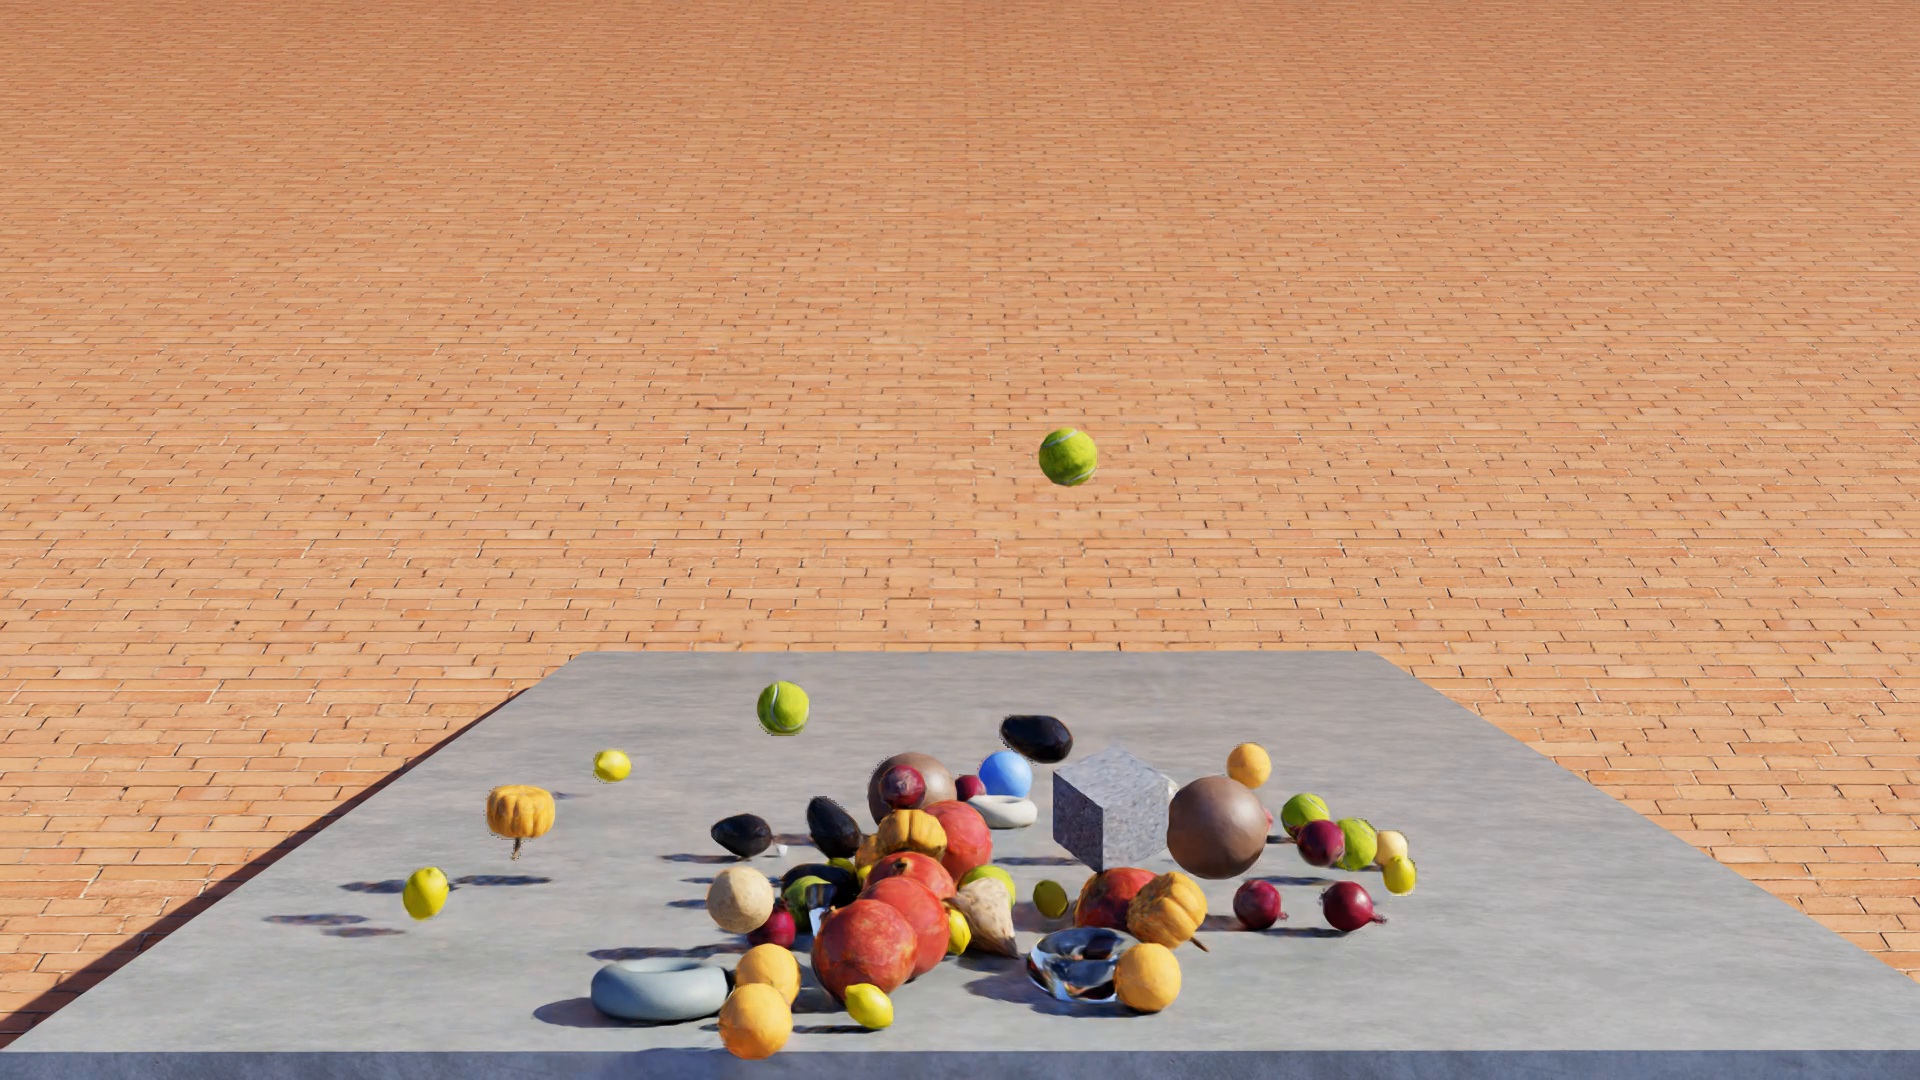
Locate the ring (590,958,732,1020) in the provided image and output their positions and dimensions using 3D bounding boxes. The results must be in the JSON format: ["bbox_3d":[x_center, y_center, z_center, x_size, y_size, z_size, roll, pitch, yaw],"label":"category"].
[{"bbox_3d":[-0.312,0.470,2.691,0.149,0.050,0.149,0,-1,0],"label":"ring"}]

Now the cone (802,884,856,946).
[{"bbox_3d":[-0.161,0.451,3.028,0.067,0.067,0.067,4,57,11],"label":"cone"}]

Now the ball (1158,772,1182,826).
[{"bbox_3d":[0.287,0.388,3.825,0.086,0.086,0.086,0,21,0],"label":"ball"}]

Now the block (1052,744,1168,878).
[{"bbox_3d":[0.183,0.328,3.128,0.100,0.100,0.100,-19,33,-30],"label":"block"}]

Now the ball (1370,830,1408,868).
[{"bbox_3d":[0.586,0.423,3.512,0.051,0.051,0.051,0,21,0],"label":"ball"}]

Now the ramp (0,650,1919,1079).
[{"bbox_3d":[0.049,0.442,4.532,2.000,0.100,4.000,0,3,0],"label":"ramp"}]

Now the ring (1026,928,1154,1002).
[{"bbox_3d":[0.141,0.459,2.782,0.137,0.046,0.137,-1,14,0],"label":"ring"}]

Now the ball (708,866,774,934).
[{"bbox_3d":[-0.252,0.413,2.954,0.077,0.077,0.077,0,21,0],"label":"ball"}]

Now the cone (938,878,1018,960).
[{"bbox_3d":[0.041,0.457,2.974,0.095,0.095,0.095,-14,39,-32],"label":"cone"}]

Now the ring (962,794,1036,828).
[{"bbox_3d":[0.060,0.409,3.880,0.113,0.038,0.113,3,3,0],"label":"ring"}]

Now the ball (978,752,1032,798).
[{"bbox_3d":[0.071,0.376,4.055,0.085,0.085,0.085,0,21,0],"label":"ball"}]
